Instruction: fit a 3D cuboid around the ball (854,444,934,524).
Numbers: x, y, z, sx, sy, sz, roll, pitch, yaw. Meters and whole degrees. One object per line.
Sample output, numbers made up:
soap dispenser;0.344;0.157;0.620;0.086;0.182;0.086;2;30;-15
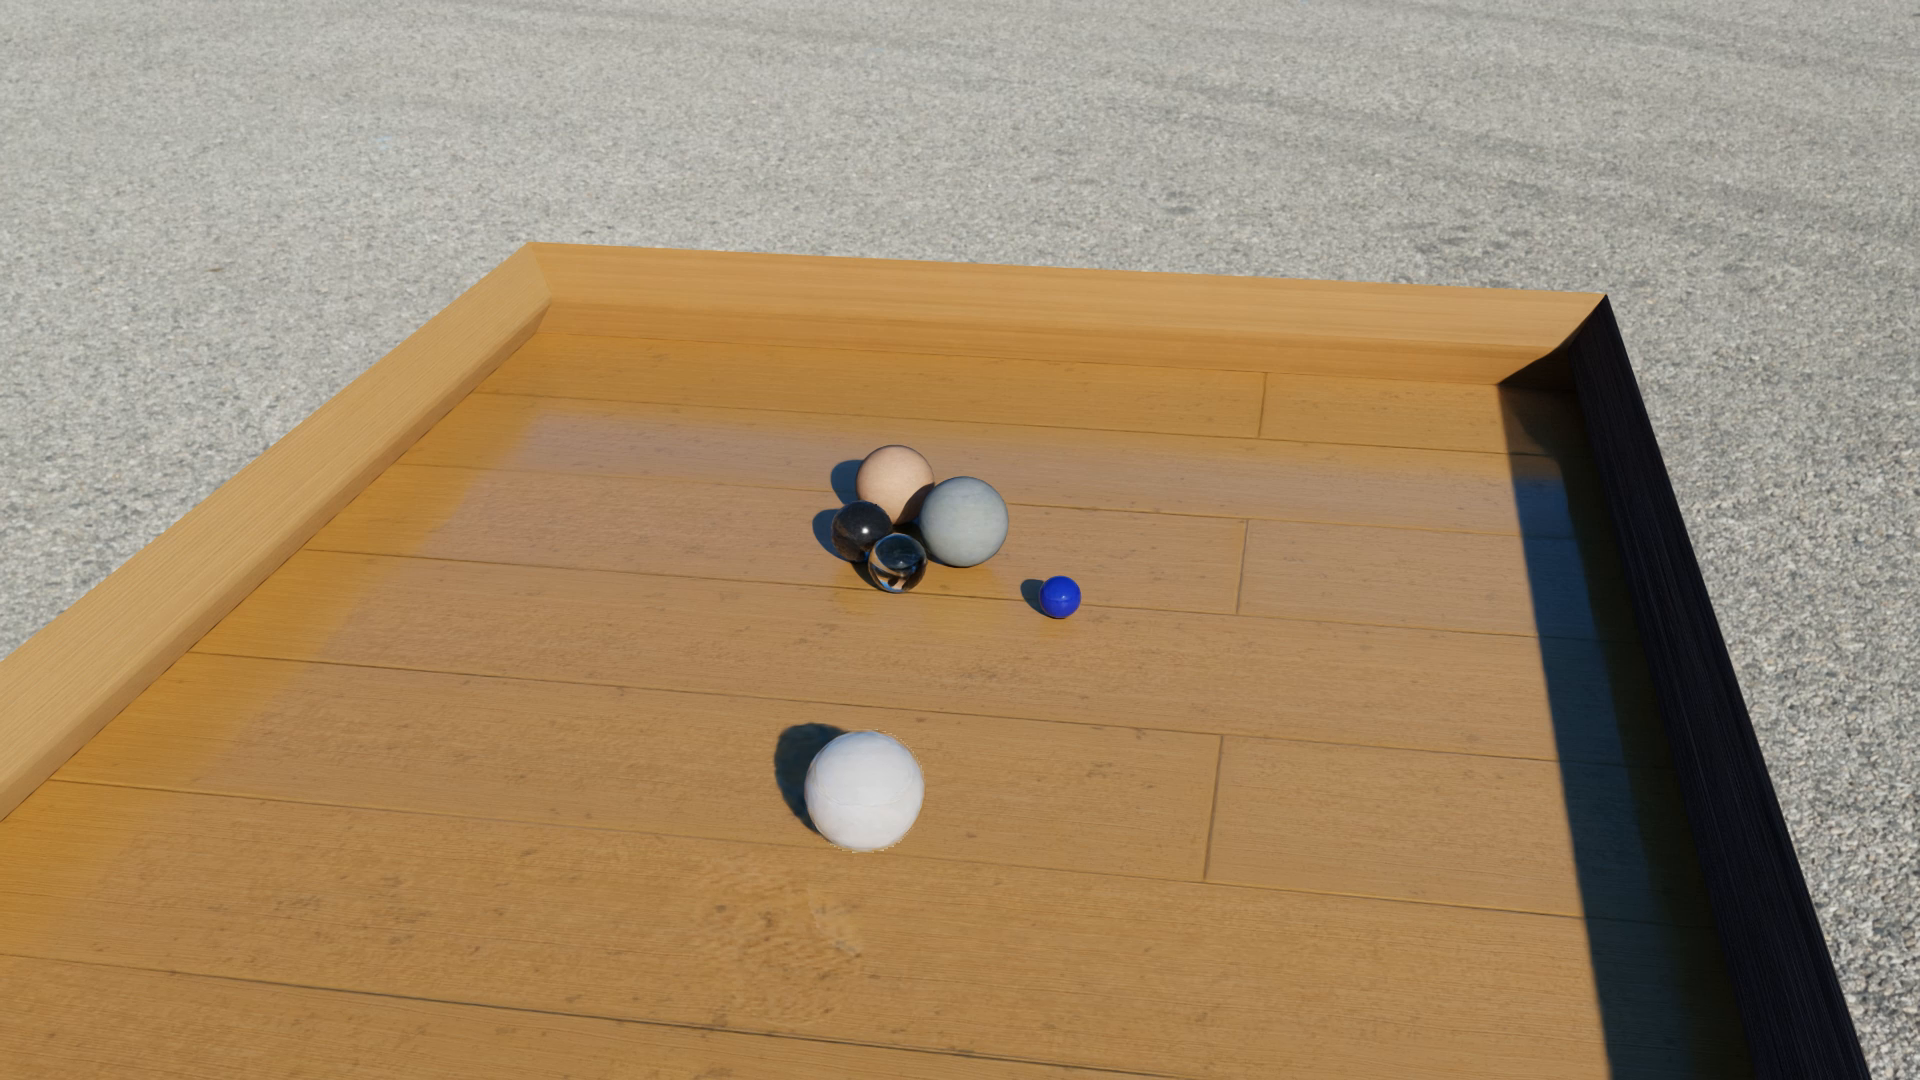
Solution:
ball;-0.071;-0.061;2.405;0.088;0.088;0.088;0;24;0

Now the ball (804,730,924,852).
ball;-0.078;0.204;1.789;0.098;0.098;0.098;0;24;0

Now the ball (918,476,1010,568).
ball;0.004;-0.019;2.301;0.095;0.095;0.095;0;24;0

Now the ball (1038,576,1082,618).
ball;0.100;0.057;2.193;0.043;0.043;0.043;0;24;0

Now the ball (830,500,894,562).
ball;-0.103;-0.009;2.314;0.066;0.066;0.066;0;24;0

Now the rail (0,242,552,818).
rail;-0.791;0.199;1.761;0.045;0.127;2.745;4;24;9

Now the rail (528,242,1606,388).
rail;0.110;-0.289;2.875;1.420;0.127;0.045;4;24;9

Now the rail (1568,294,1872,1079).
rail;0.563;0.291;1.552;0.045;0.127;2.745;4;24;9

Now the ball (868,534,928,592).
ball;-0.064;0.023;2.247;0.061;0.061;0.061;0;24;0
